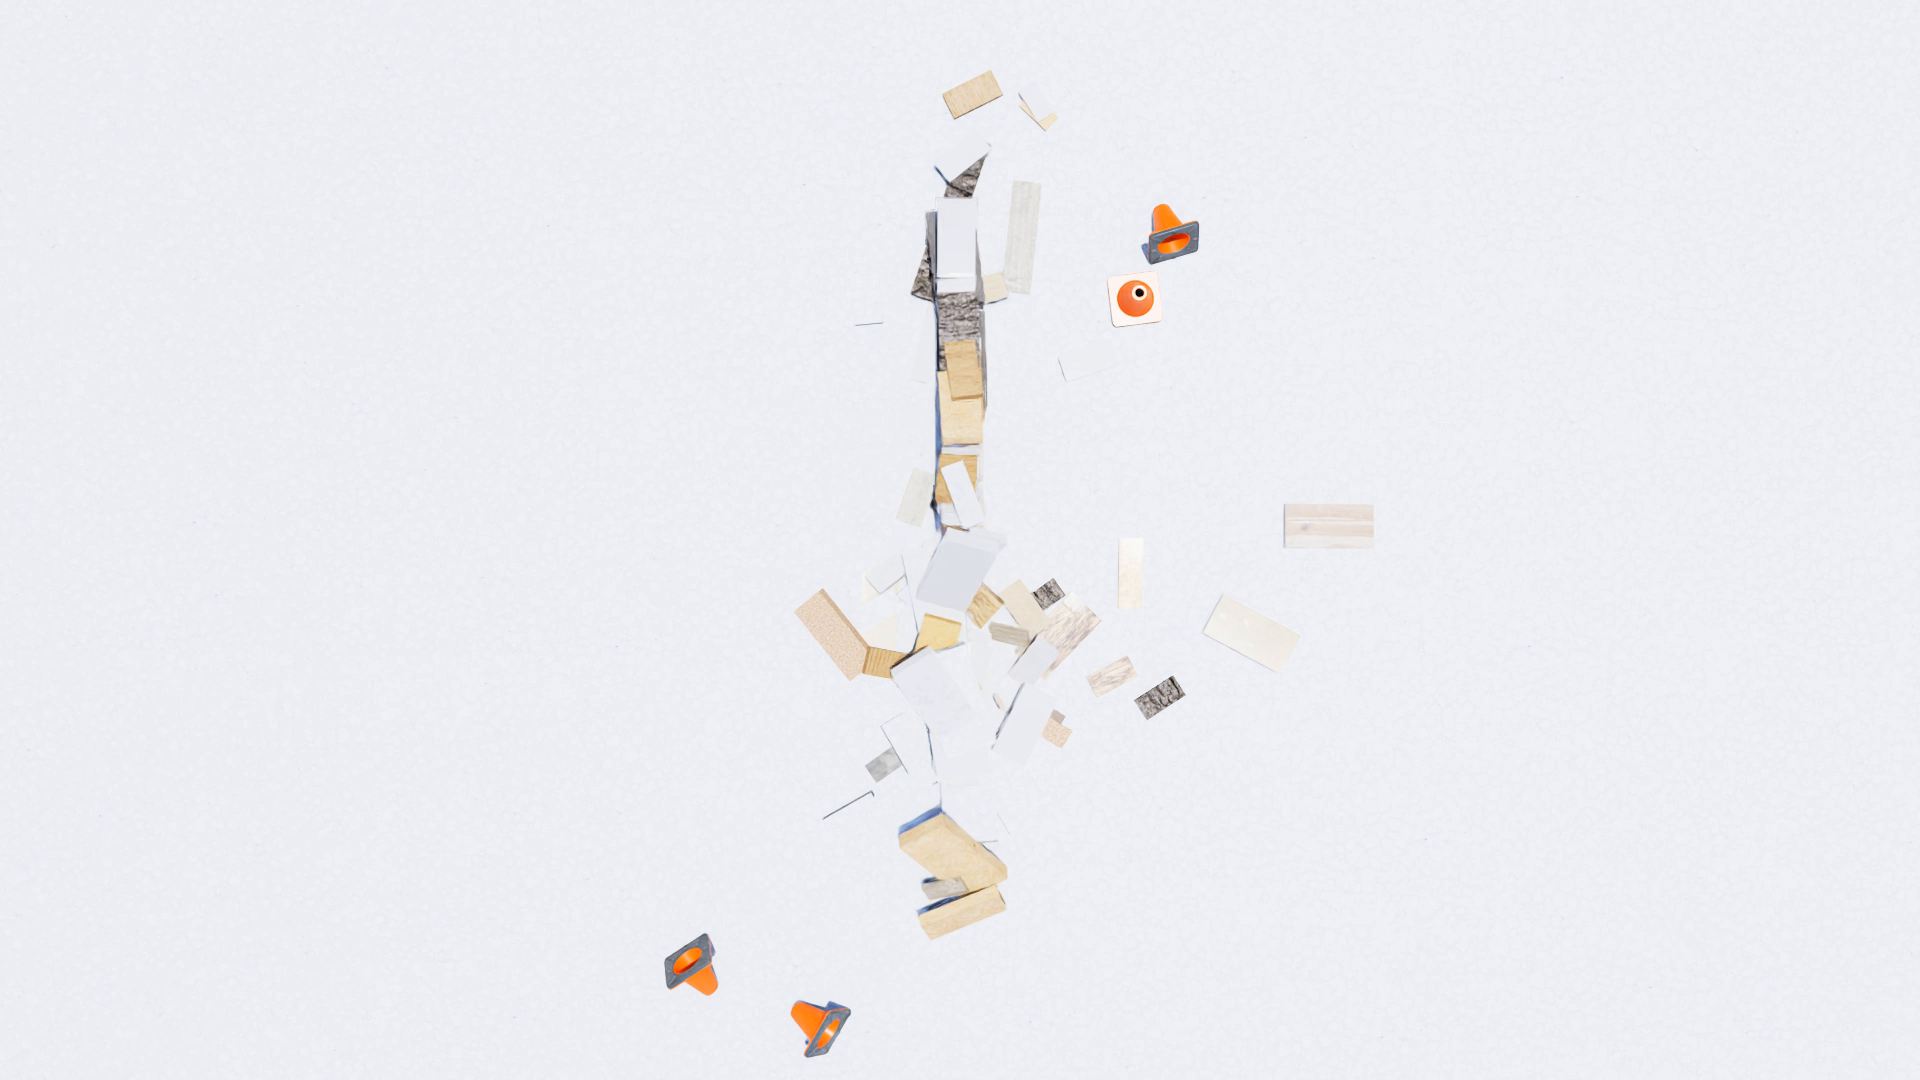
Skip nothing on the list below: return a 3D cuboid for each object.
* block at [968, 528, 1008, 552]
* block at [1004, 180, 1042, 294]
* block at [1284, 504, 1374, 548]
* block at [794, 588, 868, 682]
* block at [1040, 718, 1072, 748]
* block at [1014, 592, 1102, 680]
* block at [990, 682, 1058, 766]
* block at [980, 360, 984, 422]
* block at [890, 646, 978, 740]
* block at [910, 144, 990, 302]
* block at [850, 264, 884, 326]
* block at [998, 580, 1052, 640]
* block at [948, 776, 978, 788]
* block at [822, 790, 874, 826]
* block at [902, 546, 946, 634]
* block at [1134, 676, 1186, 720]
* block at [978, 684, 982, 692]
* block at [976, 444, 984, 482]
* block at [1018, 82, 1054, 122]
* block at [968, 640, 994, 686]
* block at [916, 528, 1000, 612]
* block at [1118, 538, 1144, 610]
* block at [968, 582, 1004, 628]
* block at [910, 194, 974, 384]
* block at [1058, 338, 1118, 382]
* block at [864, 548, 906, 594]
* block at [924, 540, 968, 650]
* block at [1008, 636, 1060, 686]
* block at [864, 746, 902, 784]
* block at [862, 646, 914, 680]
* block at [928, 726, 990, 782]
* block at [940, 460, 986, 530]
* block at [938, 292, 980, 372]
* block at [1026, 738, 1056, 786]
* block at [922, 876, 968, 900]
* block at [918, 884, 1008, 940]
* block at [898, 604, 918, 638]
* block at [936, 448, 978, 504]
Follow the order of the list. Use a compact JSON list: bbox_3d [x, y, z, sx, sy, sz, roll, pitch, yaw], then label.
[{"bbox_3d":[0.037,0.045,5.214,0.123,0.247,0.035,11,56,-25],"label":"block"},{"bbox_3d":[0.206,-1.007,5.486,0.096,0.027,0.366,6,90,0],"label":"block"},{"bbox_3d":[1.225,-0.047,5.479,0.290,0.041,0.145,0,90,0],"label":"block"},{"bbox_3d":[-0.409,0.314,5.460,0.123,0.035,0.298,-39,90,23],"label":"block"},{"bbox_3d":[0.296,0.628,5.471,0.138,0.020,0.069,31,90,0],"label":"block"},{"bbox_3d":[0.326,0.318,5.480,0.138,0.039,0.275,44,90,0],"label":"block"},{"bbox_3d":[0.212,0.606,5.428,0.123,0.035,0.247,28,83,-8],"label":"block"},{"bbox_3d":[0.008,-0.490,5.251,0.127,0.036,0.254,-2,61,-2],"label":"block"},{"bbox_3d":[-0.079,0.477,5.115,0.145,0.041,0.290,-33,119,1],"label":"block"},{"bbox_3d":[-0.033,-1.063,5.470,0.090,0.026,0.552,19,90,0],"label":"block"},{"bbox_3d":[-0.312,-0.814,5.486,0.096,0.027,0.192,-5,90,0],"label":"block"},{"bbox_3d":[0.215,0.229,5.461,0.091,0.026,0.182,-36,80,2],"label":"block"},{"bbox_3d":[0.003,0.702,5.354,0.098,0.028,0.195,-5,75,-2],"label":"block"},{"bbox_3d":[-0.370,0.887,5.464,0.186,0.071,0.020,-30,90,0],"label":"block"},{"bbox_3d":[-0.102,0.221,5.347,0.091,0.026,0.389,-13,86,7],"label":"block"},{"bbox_3d":[0.665,0.525,5.489,0.155,0.022,0.077,-33,90,0],"label":"block"},{"bbox_3d":[0.014,0.465,5.307,0.114,0.016,0.057,39,93,-22],"label":"block"},{"bbox_3d":[0.012,-0.302,5.301,0.121,0.034,0.241,0,63,-1],"label":"block"},{"bbox_3d":[0.253,-1.454,5.474,0.062,0.017,0.123,-32,90,0],"label":"block"},{"bbox_3d":[0.020,0.450,5.388,0.117,0.033,0.234,16,90,7],"label":"block"},{"bbox_3d":[-0.010,0.098,5.191,0.167,0.334,0.047,16,51,-10],"label":"block"},{"bbox_3d":[0.568,0.112,5.489,0.079,0.022,0.235,1,90,0],"label":"block"},{"bbox_3d":[0.011,0.162,5.437,0.261,0.033,0.117,42,111,-2],"label":"block"},{"bbox_3d":[-0.055,-0.868,5.491,0.062,0.017,0.701,13,90,0],"label":"block"},{"bbox_3d":[0.425,-0.596,5.487,0.181,0.026,0.090,-19,90,0],"label":"block"},{"bbox_3d":[-0.228,0.105,5.457,0.157,0.022,0.079,-37,72,-16],"label":"block"},{"bbox_3d":[-0.045,0.205,5.371,0.123,0.035,0.410,-4,87,7],"label":"block"},{"bbox_3d":[0.243,0.408,5.436,0.091,0.026,0.183,39,122,3],"label":"block"},{"bbox_3d":[-0.239,0.739,5.490,0.142,0.020,0.071,-35,90,0],"label":"block"},{"bbox_3d":[-0.215,0.413,5.439,0.212,0.026,0.091,13,90,-28],"label":"block"},{"bbox_3d":[-0.023,0.562,5.272,0.167,0.047,0.401,-10,99,-3],"label":"block"},{"bbox_3d":[0.010,-0.139,5.086,0.072,0.020,0.202,-21,83,-2],"label":"block"},{"bbox_3d":[-0.004,-0.659,5.242,0.127,0.036,0.254,-2,87,-2],"label":"block"},{"bbox_3d":[0.257,0.735,5.489,0.077,0.022,0.155,-23,90,0],"label":"block"},{"bbox_3d":[-0.049,1.140,5.400,0.138,0.020,0.069,-15,132,16],"label":"block"},{"bbox_3d":[0.009,1.228,5.432,0.275,0.138,0.039,-22,56,0],"label":"block"},{"bbox_3d":[-0.130,0.226,5.486,0.098,0.028,0.195,20,90,0],"label":"block"},{"bbox_3d":[-0.007,-0.216,5.189,0.121,0.034,0.241,5,50,1],"label":"block"}]
